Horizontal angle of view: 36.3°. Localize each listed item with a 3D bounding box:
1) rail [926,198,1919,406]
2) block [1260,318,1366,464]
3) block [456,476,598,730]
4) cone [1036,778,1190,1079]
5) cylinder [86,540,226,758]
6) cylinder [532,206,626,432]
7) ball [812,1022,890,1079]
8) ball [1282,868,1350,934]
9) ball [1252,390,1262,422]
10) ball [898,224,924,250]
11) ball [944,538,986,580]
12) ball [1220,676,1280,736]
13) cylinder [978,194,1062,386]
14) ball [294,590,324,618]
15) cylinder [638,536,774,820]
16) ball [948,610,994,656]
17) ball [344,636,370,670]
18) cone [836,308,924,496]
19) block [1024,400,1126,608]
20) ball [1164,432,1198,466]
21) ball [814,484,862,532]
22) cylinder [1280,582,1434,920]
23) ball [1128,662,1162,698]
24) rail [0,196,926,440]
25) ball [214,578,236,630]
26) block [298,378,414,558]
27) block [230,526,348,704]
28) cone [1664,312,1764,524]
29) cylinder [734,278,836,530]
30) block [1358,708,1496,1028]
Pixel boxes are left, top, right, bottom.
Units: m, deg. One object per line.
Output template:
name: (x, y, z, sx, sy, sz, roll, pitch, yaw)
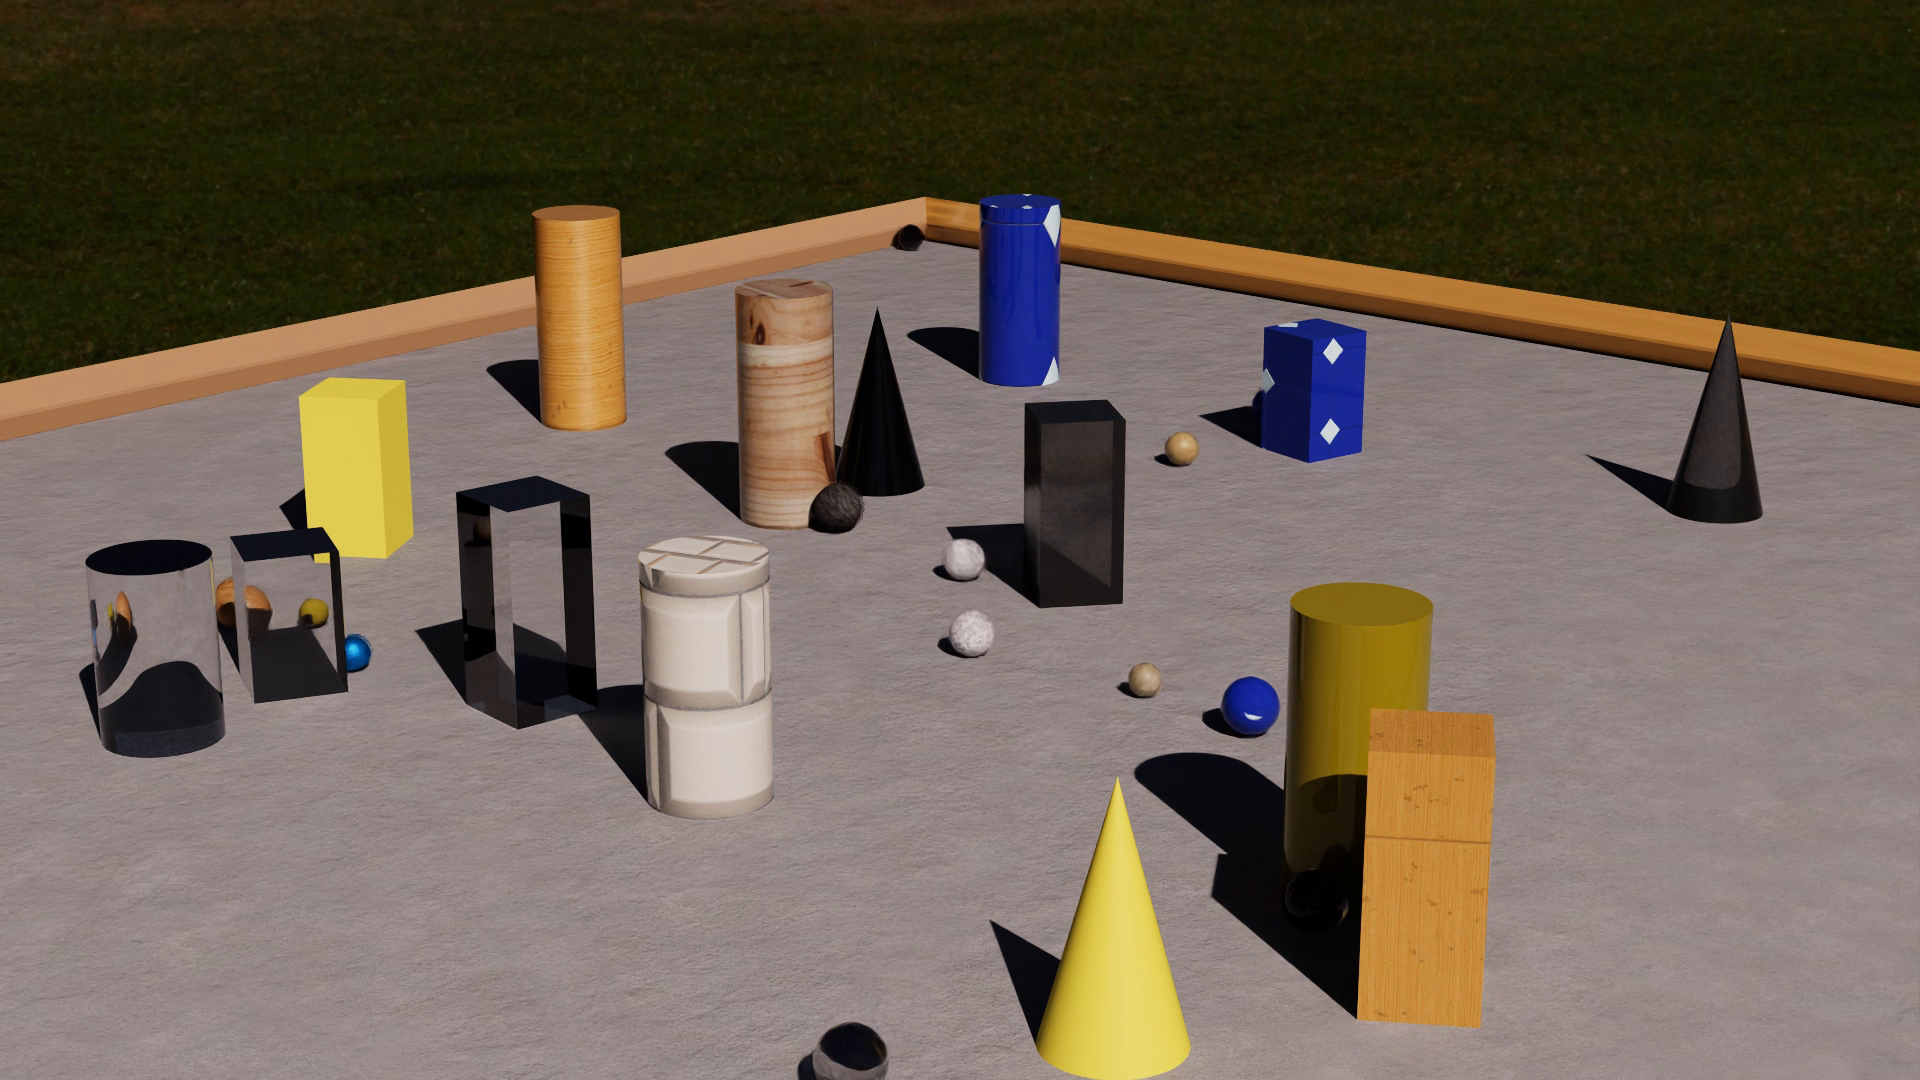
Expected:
rail: (1.531, -0.481, 6.809, 4.352, 0.119, 0.045, 14, 22, 39)
block: (0.723, -0.307, 6.002, 0.146, 0.255, 0.146, -12, 20, -34)
block: (-0.667, 0.094, 4.520, 0.146, 0.345, 0.146, -14, 22, -39)
cone: (0.181, 0.433, 3.413, 0.183, 0.339, 0.183, 0, 17, 0)
cylinder: (-1.207, 0.162, 4.404, 0.183, 0.284, 0.183, 0, 17, 0)
cylinder: (-0.804, -0.470, 6.206, 0.183, 0.449, 0.183, 0, 17, 0)
ball: (-0.124, 0.591, 3.327, 0.087, 0.087, 0.087, 0, 17, 0)
ball: (0.456, 0.463, 3.755, 0.085, 0.085, 0.085, 0, 17, 0)
ball: (0.659, -0.285, 6.240, 0.075, 0.075, 0.075, 0, 17, 0)
ball: (-0.135, -0.830, 8.046, 0.072, 0.072, 0.072, 0, 17, 0)
ball: (0.008, 0.035, 5.185, 0.074, 0.074, 0.074, 0, 17, 0)
ball: (0.440, 0.252, 4.442, 0.090, 0.090, 0.090, 0, 17, 0)
cylinder: (0.134, -0.561, 6.587, 0.183, 0.403, 0.183, 0, 17, 0)
ball: (-1.107, 0.108, 4.984, 0.050, 0.050, 0.050, 0, 17, 0)
cylinder: (-0.359, 0.194, 4.161, 0.183, 0.363, 0.183, 0, 17, 0)
ball: (0.019, 0.152, 4.794, 0.076, 0.076, 0.076, 0, 17, 0)
ball: (-0.979, 0.183, 4.727, 0.056, 0.056, 0.056, 0, 17, 0)
cone: (-0.160, -0.282, 5.741, 0.183, 0.358, 0.183, 0, 17, 0)
block: (0.197, -0.064, 5.073, 0.146, 0.327, 0.146, -3, 17, -9)
ball: (0.447, -0.184, 5.917, 0.068, 0.068, 0.068, 0, 17, 0)
ball: (-0.228, -0.060, 5.471, 0.091, 0.091, 0.091, 0, 17, 0)
cylinder: (0.516, 0.275, 3.827, 0.183, 0.403, 0.183, 0, 17, 0)
ball: (0.291, 0.220, 4.608, 0.054, 0.054, 0.054, 0, 17, 0)
rail: (-1.625, -0.379, 6.472, 0.045, 0.119, 4.717, 14, 22, 39)
ball: (-1.210, 0.106, 4.920, 0.091, 0.091, 0.091, 0, 17, 0)
block: (-1.101, -0.133, 5.355, 0.146, 0.296, 0.146, 3, 17, 9)
block: (-1.062, 0.117, 4.639, 0.146, 0.232, 0.146, -7, 18, -21)
cone: (1.444, -0.243, 5.560, 0.183, 0.389, 0.183, 0, 17, 0)
cylinder: (-0.327, -0.256, 5.512, 0.183, 0.441, 0.183, 0, 17, 0)
block: (0.561, 0.394, 3.533, 0.146, 0.345, 0.146, 3, 17, 8)
